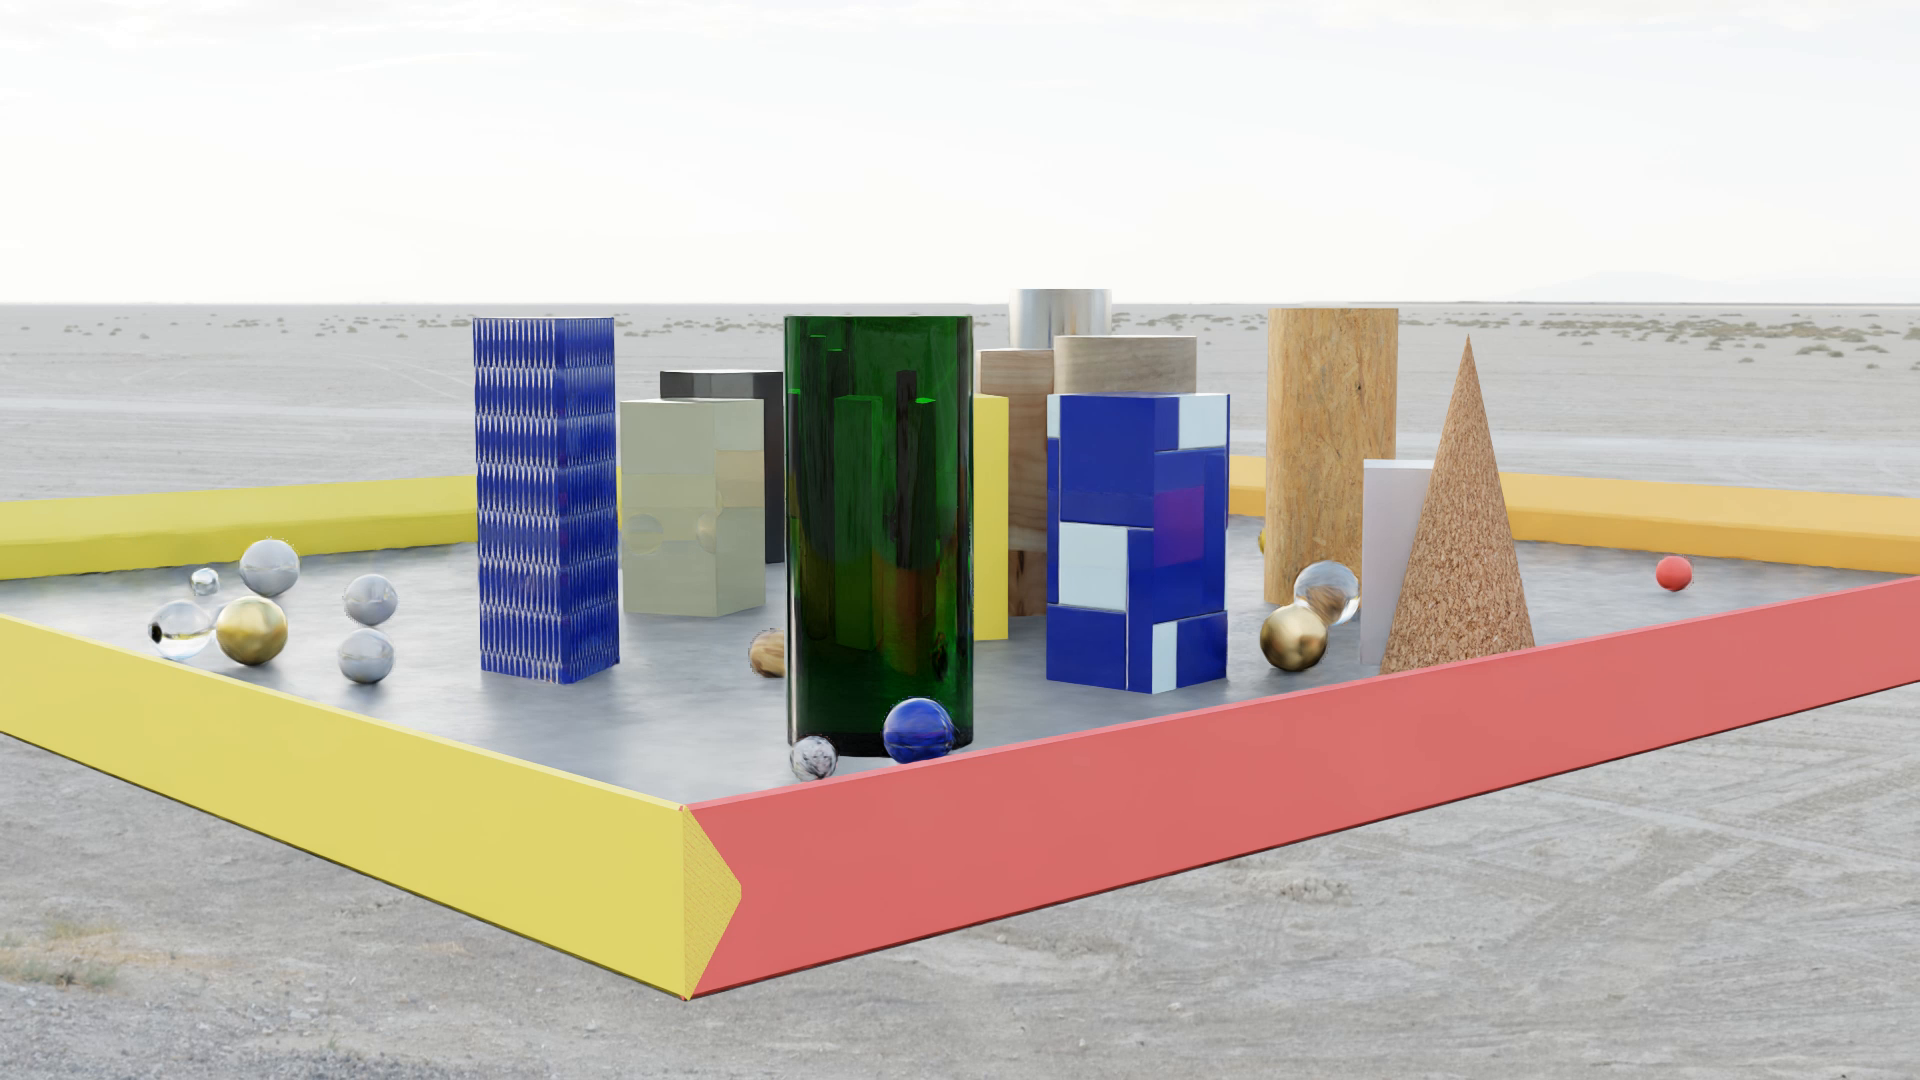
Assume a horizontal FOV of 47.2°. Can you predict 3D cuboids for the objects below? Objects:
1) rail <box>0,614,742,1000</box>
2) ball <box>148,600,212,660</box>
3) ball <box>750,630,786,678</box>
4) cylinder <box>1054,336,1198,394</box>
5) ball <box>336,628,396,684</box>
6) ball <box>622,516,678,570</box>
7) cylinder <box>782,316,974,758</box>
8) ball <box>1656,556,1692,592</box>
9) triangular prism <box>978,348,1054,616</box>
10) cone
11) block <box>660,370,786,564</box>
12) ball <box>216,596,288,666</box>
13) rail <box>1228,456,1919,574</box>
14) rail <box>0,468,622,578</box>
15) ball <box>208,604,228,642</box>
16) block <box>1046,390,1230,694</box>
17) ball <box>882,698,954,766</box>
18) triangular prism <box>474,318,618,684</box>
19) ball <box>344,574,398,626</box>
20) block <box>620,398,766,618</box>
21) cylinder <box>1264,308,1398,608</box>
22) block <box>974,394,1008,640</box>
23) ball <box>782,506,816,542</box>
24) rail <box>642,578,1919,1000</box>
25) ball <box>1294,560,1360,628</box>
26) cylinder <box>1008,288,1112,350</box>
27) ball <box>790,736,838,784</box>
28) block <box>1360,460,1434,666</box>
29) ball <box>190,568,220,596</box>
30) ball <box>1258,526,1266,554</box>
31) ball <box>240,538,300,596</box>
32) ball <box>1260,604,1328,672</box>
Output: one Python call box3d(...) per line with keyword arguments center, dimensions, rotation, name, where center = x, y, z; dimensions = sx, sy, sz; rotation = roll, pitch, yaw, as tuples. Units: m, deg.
box3d(center=(-1.040, 0.133, 2.377), dimensions=(0.045, 0.127, 2.597), rotation=(-5, 8, -42), name="rail")
box3d(center=(-0.994, 0.115, 2.803), dimensions=(0.076, 0.076, 0.076), rotation=(0, 6, 0), name="ball")
box3d(center=(-0.225, 0.139, 2.659), dimensions=(0.058, 0.058, 0.058), rotation=(0, 6, 0), name="ball")
box3d(center=(0.225, -0.075, 3.017), dimensions=(0.195, 0.408, 0.195), rotation=(0, 6, 0), name="cylinder")
box3d(center=(-0.707, 0.139, 2.618), dimensions=(0.067, 0.067, 0.067), rotation=(0, 6, 0), name="ball")
box3d(center=(-0.532, 0.005, 3.768), dimensions=(0.093, 0.093, 0.093), rotation=(0, 6, 0), name="ball")
box3d(center=(-0.083, -0.011, 2.267), dimensions=(0.195, 0.438, 0.195), rotation=(0, 6, 0), name="cylinder")
box3d(center=(1.132, 0.053, 3.485), dimensions=(0.057, 0.057, 0.057), rotation=(0, 6, 0), name="ball")
box3d(center=(0.089, -0.089, 3.262), dimensions=(0.169, 0.386, 0.146), rotation=(-2, 6, -14), name="triangular prism")
box3d(center=(0.574, -0.026, 2.506), dimensions=(0.195, 0.419, 0.195), rotation=(0, 6, 0), name="cone")
box3d(center=(-0.418, -0.129, 3.880), dimensions=(0.156, 0.337, 0.156), rotation=(-5, 8, -41), name="block")
box3d(center=(-0.888, 0.114, 2.758), dimensions=(0.088, 0.088, 0.088), rotation=(0, 6, 0), name="ball")
box3d(center=(1.040, -0.067, 4.287), dimensions=(0.045, 0.127, 2.597), rotation=(-5, 8, -42), name="rail")
box3d(center=(-0.865, -0.065, 4.264), dimensions=(2.879, 0.127, 0.045), rotation=(-5, 8, -42), name="rail")
box3d(center=(-0.976, 0.112, 2.928), dimensions=(0.055, 0.055, 0.055), rotation=(0, 6, 0), name="ball")
box3d(center=(0.214, -0.003, 2.645), dimensions=(0.156, 0.344, 0.156), rotation=(5, 8, 40), name="block")
box3d(center=(-0.040, 0.188, 2.134), dimensions=(0.070, 0.070, 0.070), rotation=(0, 6, 0), name="ball")
box3d(center=(-0.483, -0.056, 2.708), dimensions=(0.169, 0.435, 0.146), rotation=(5, 8, 42), name="triangular prism")
box3d(center=(-0.832, 0.085, 3.106), dimensions=(0.073, 0.073, 0.073), rotation=(0, 6, 0), name="ball")
box3d(center=(-0.397, -0.053, 3.278), dimensions=(0.156, 0.310, 0.156), rotation=(2, 6, 22), name="block")
box3d(center=(0.566, -0.129, 3.356), dimensions=(0.195, 0.446, 0.195), rotation=(0, 6, 0), name="cylinder")
box3d(center=(-0.032, -0.034, 3.019), dimensions=(0.156, 0.327, 0.156), rotation=(-2, 6, -16), name="block")
box3d(center=(-0.310, -0.031, 4.236), dimensions=(0.067, 0.067, 0.067), rotation=(0, 6, 0), name="ball")
box3d(center=(0.865, 0.131, 2.400), dimensions=(2.879, 0.127, 0.045), rotation=(-5, 8, -42), name="rail")
box3d(center=(0.516, 0.076, 3.092), dimensions=(0.094, 0.094, 0.094), rotation=(0, 6, 0), name="ball")
box3d(center=(0.190, -0.233, 4.173), dimensions=(0.195, 0.483, 0.195), rotation=(0, 6, 0), name="cylinder")
box3d(center=(-0.138, 0.207, 2.072), dimensions=(0.045, 0.045, 0.045), rotation=(0, 6, 0), name="ball")
box3d(center=(0.593, 0.027, 2.813), dimensions=(0.156, 0.249, 0.156), rotation=(1, 6, 10), name="block")
box3d(center=(-1.174, 0.066, 3.420), dimensions=(0.044, 0.044, 0.044), rotation=(0, 6, 0), name="ball")
box3d(center=(0.564, 0.003, 3.910), dimensions=(0.068, 0.068, 0.068), rotation=(0, 6, 0), name="ball")
box3d(center=(-1.074, 0.043, 3.422), dimensions=(0.090, 0.090, 0.090), rotation=(0, 6, 0), name="ball")
box3d(center=(0.411, 0.121, 2.707), dimensions=(0.083, 0.083, 0.083), rotation=(0, 6, 0), name="ball")
